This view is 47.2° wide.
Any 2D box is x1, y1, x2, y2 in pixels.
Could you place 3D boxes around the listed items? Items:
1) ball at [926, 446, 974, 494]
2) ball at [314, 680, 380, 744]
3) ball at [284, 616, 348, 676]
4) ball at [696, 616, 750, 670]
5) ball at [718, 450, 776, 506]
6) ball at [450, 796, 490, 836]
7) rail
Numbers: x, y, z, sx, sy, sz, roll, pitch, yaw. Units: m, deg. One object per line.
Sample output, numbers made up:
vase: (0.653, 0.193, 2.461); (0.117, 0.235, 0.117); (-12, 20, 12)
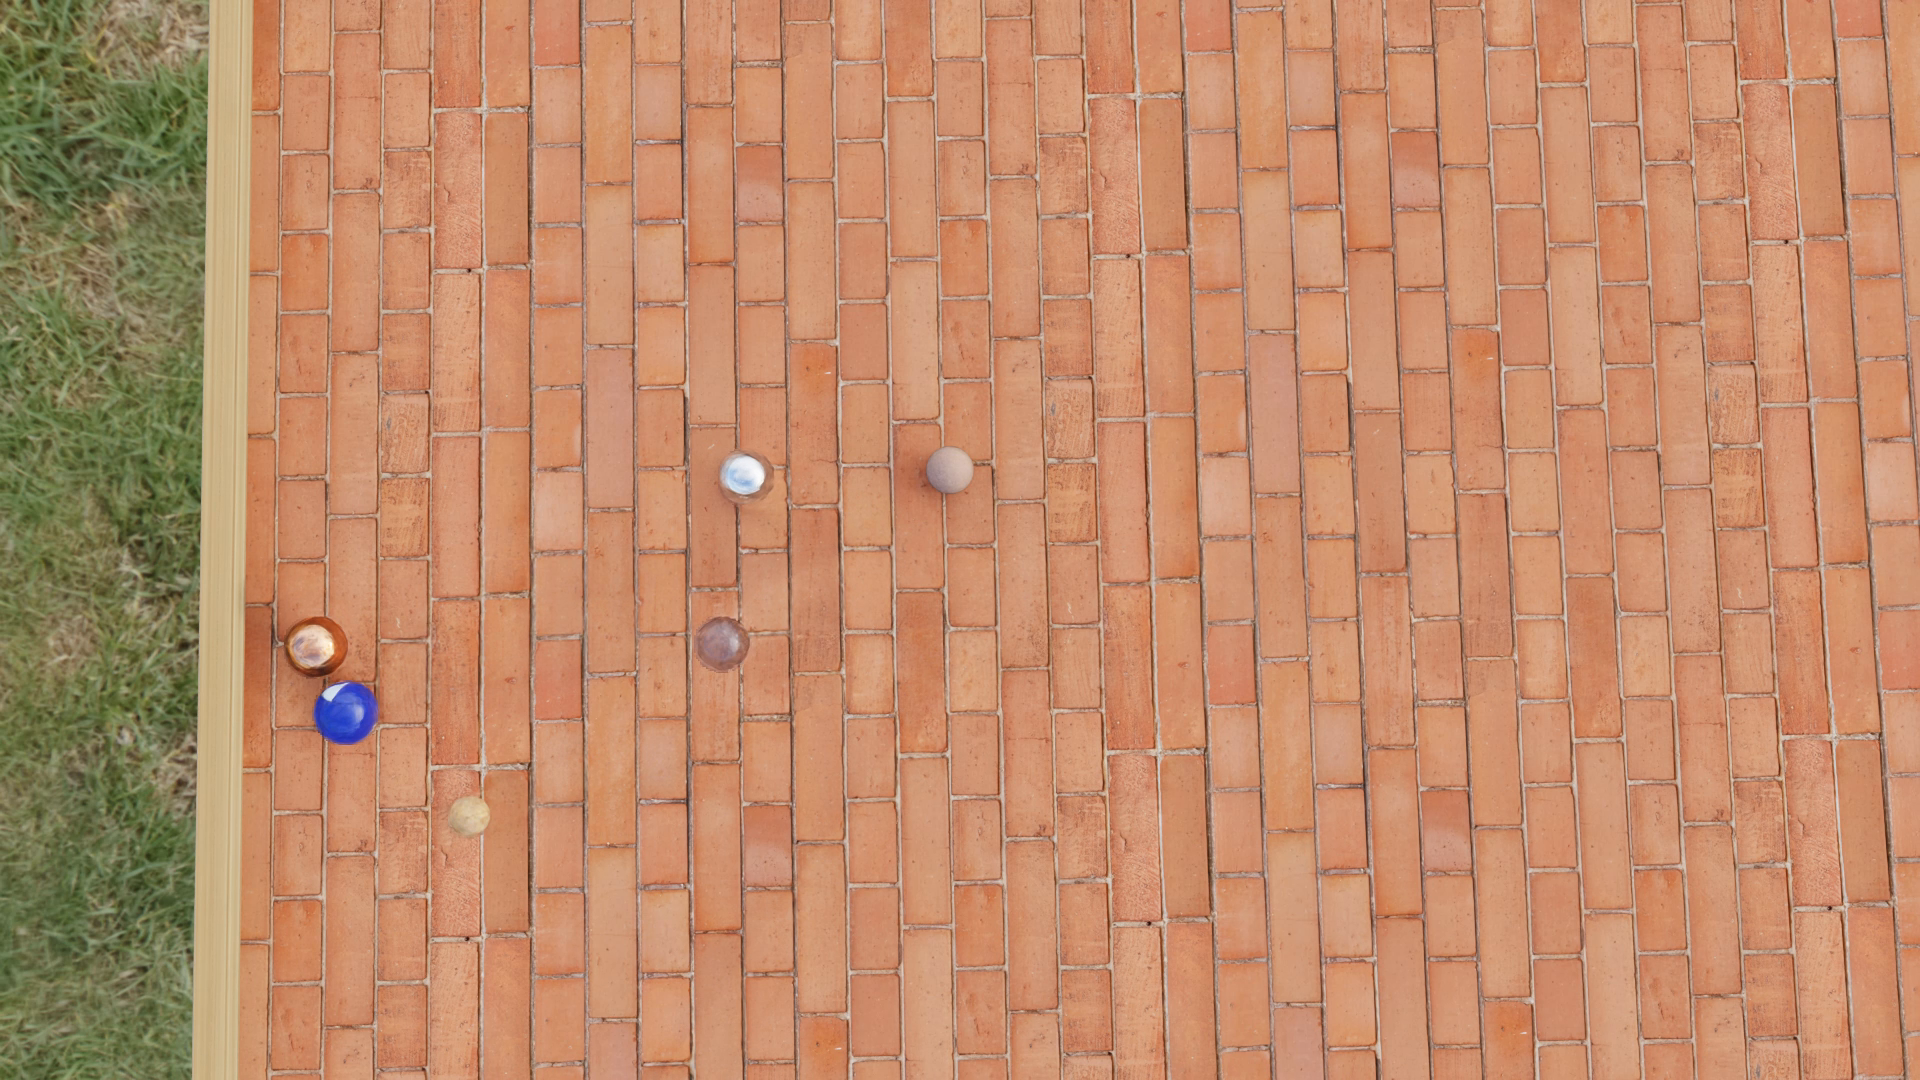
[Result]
ball: (-0.015, -0.104, 3.265); (0.072, 0.072, 0.072); (0, 84, 0)
ball: (-0.896, 0.252, 3.215); (0.092, 0.092, 0.092); (0, 84, 0)
ball: (-0.944, 0.156, 3.227); (0.089, 0.089, 0.089); (0, 84, 0)
ball: (-0.349, 0.152, 3.232); (0.079, 0.079, 0.079); (0, 84, 0)
ball: (-0.316, -0.093, 3.258); (0.083, 0.083, 0.083); (0, 84, 0)
ball: (-0.717, 0.403, 3.215); (0.059, 0.059, 0.059); (0, 84, 0)
rail: (-1.071, 0.021, 3.226); (0.045, 0.119, 2.506); (-1, 84, 0)
